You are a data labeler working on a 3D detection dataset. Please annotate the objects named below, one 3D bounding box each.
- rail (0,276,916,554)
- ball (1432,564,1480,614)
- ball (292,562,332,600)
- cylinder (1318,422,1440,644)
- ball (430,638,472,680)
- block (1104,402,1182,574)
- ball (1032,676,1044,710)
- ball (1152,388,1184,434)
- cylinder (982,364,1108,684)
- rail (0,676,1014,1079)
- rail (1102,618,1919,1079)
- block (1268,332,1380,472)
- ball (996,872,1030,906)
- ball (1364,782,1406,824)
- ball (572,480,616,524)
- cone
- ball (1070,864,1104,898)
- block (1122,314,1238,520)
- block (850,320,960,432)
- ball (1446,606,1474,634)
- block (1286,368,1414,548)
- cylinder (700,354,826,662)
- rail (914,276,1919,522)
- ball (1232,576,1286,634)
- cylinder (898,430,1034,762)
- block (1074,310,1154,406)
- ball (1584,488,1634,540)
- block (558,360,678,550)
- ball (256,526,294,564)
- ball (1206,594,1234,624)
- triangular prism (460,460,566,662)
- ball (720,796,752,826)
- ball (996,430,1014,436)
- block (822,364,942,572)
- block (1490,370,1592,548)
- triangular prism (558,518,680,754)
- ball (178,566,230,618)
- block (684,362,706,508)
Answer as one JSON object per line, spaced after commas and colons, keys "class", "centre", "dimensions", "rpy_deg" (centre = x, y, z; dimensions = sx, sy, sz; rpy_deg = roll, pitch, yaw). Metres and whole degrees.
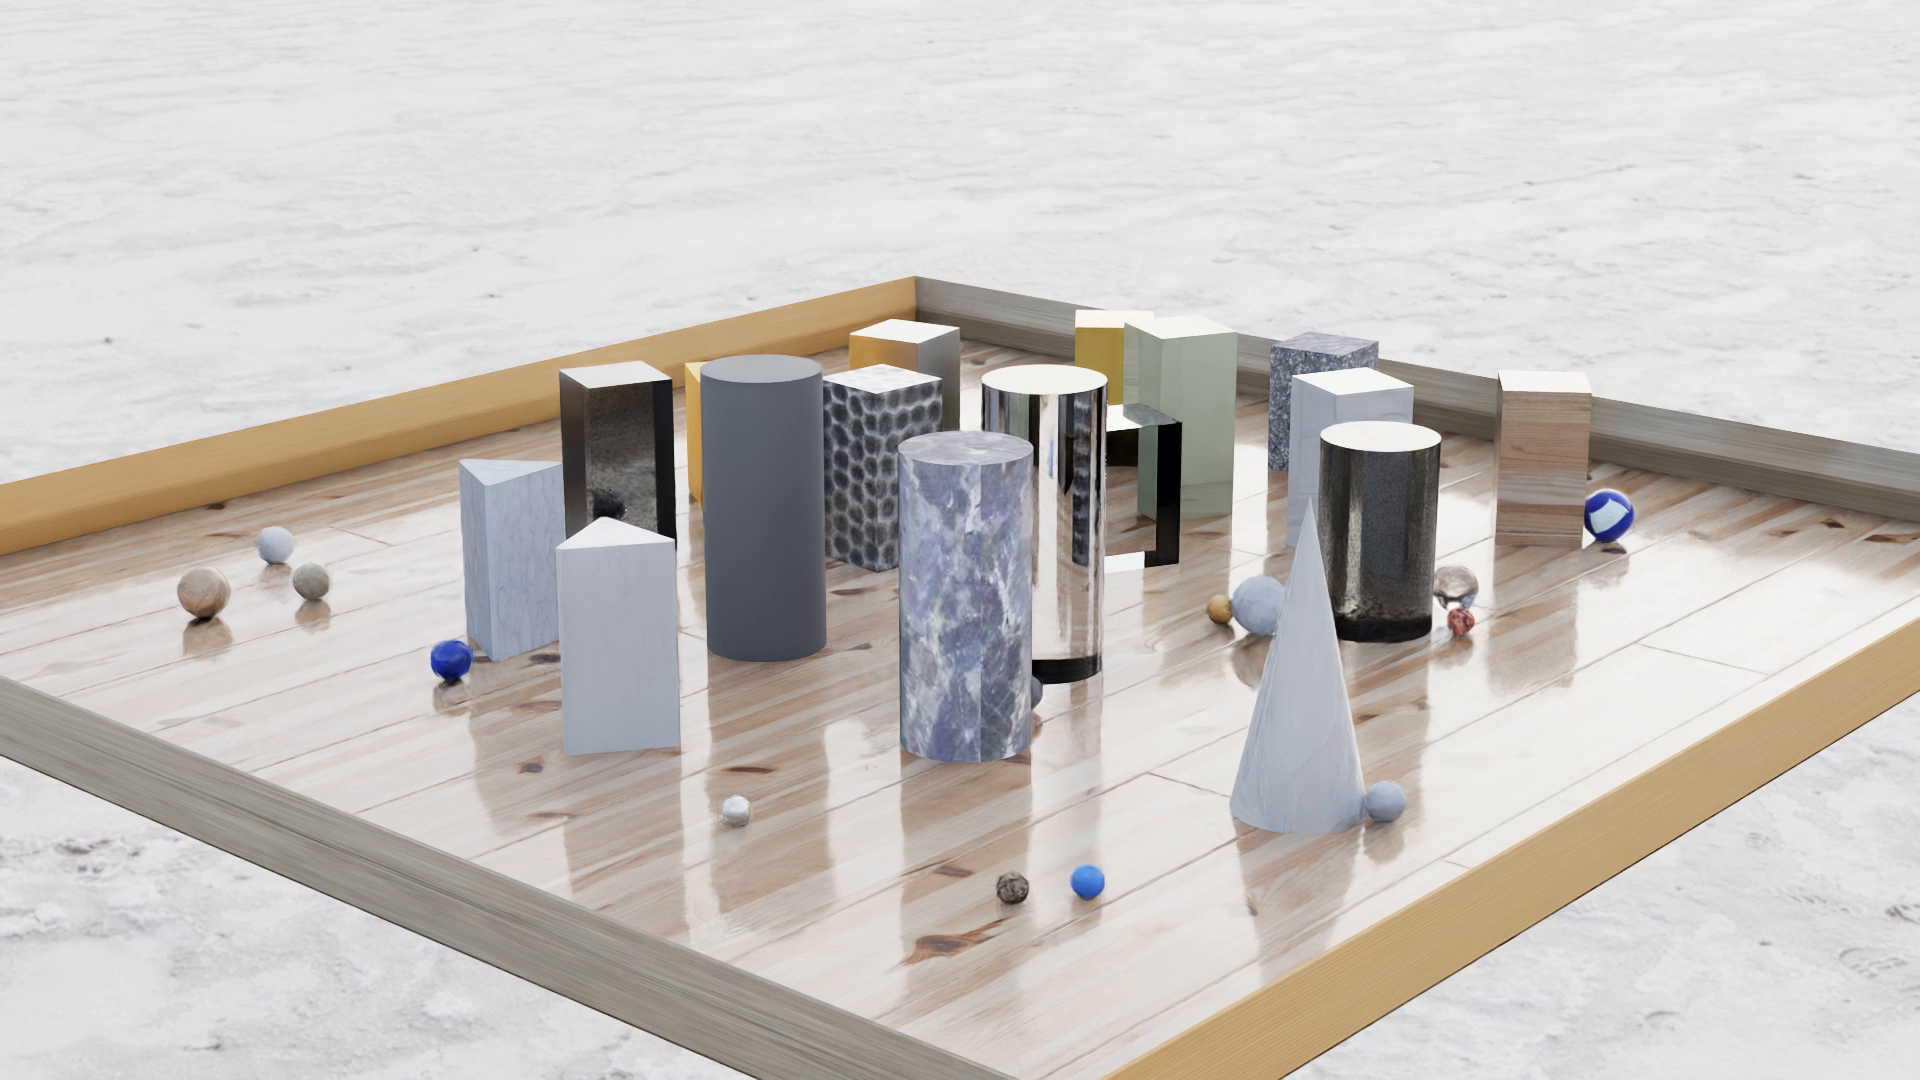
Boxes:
{"class": "rail", "centre": [-1.100, -0.243, 6.034], "dimensions": [0.045, 0.130, 3.072], "rpy_deg": [14, 22, 39]}
{"class": "ball", "centre": [0.840, 0.083, 4.990], "dimensions": [0.086, 0.086, 0.086], "rpy_deg": [0, 17, 0]}
{"class": "ball", "centre": [-1.128, 0.071, 5.105], "dimensions": [0.067, 0.067, 0.067], "rpy_deg": [0, 17, 0]}
{"class": "cylinder", "centre": [0.701, -0.015, 4.931], "dimensions": [0.199, 0.331, 0.199], "rpy_deg": [0, 17, 0]}
{"class": "ball", "centre": [-0.817, 0.191, 4.704], "dimensions": [0.067, 0.067, 0.067], "rpy_deg": [0, 17, 0]}
{"class": "block", "centre": [0.292, -0.095, 5.316], "dimensions": [0.160, 0.263, 0.160], "rpy_deg": [-7, 18, -23]}
{"class": "ball", "centre": [0.101, 0.237, 4.567], "dimensions": [0.058, 0.058, 0.058], "rpy_deg": [0, 17, 0]}
{"class": "ball", "centre": [0.425, -0.274, 6.197], "dimensions": [0.098, 0.098, 0.098], "rpy_deg": [0, 17, 0]}
{"class": "cylinder", "centre": [0.134, -0.026, 4.714], "dimensions": [0.199, 0.478, 0.199], "rpy_deg": [0, 17, 0]}
{"class": "rail", "centre": [-0.991, 0.362, 4.026], "dimensions": [2.961, 0.130, 0.045], "rpy_deg": [14, 22, 39]}
{"class": "rail", "centre": [1.100, 0.308, 4.205], "dimensions": [0.045, 0.130, 3.072], "rpy_deg": [14, 22, 39]}
{"class": "block", "centre": [0.733, -0.273, 5.919], "dimensions": [0.160, 0.255, 0.160], "rpy_deg": [11, 20, 33]}
{"class": "ball", "centre": [0.069, 0.458, 3.858], "dimensions": [0.044, 0.044, 0.044], "rpy_deg": [0, 17, 0]}
{"class": "ball", "centre": [0.599, 0.369, 4.128], "dimensions": [0.059, 0.059, 0.059], "rpy_deg": [0, 17, 0]}
{"class": "ball", "centre": [-0.689, -0.073, 5.509], "dimensions": [0.083, 0.083, 0.083], "rpy_deg": [0, 17, 0]}
{"class": "cone", "centre": [0.484, 0.159, 4.120], "dimensions": [0.199, 0.465, 0.199], "rpy_deg": [0, 17, 0]}
{"class": "ball", "centre": [0.169, 0.451, 3.879], "dimensions": [0.045, 0.045, 0.045], "rpy_deg": [0, 17, 0]}
{"class": "block", "centre": [0.418, -0.234, 5.613], "dimensions": [0.160, 0.357, 0.160], "rpy_deg": [-7, 18, -22]}
{"class": "block", "centre": [-0.110, -0.273, 5.851], "dimensions": [0.160, 0.295, 0.160], "rpy_deg": [10, 19, 29]}
{"class": "ball", "centre": [0.841, 0.135, 4.924], "dimensions": [0.047, 0.047, 0.047], "rpy_deg": [0, 17, 0]}
{"class": "block", "centre": [0.710, -0.135, 5.350], "dimensions": [0.160, 0.319, 0.160], "rpy_deg": [-7, 18, -23]}
{"class": "cylinder", "centre": [-0.322, -0.054, 4.819], "dimensions": [0.199, 0.469, 0.199], "rpy_deg": [0, 17, 0]}
{"class": "rail", "centre": [0.991, -0.297, 6.213], "dimensions": [2.961, 0.130, 0.045], "rpy_deg": [14, 22, 39]}
{"class": "ball", "centre": [0.505, 0.109, 4.921], "dimensions": [0.100, 0.100, 0.100], "rpy_deg": [0, 17, 0]}
{"class": "cylinder", "centre": [0.009, 0.083, 4.385], "dimensions": [0.199, 0.458, 0.199], "rpy_deg": [0, 17, 0]}
{"class": "block", "centre": [0.317, -0.322, 6.048], "dimensions": [0.160, 0.275, 0.160], "rpy_deg": [1, 17, 3]}
{"class": "ball", "centre": [1.203, -0.047, 5.442], "dimensions": [0.097, 0.097, 0.097], "rpy_deg": [0, 17, 0]}
{"class": "block", "centre": [-0.627, -0.146, 5.378], "dimensions": [0.160, 0.325, 0.160], "rpy_deg": [-8, 19, -26]}
{"class": "ball", "centre": [-1.240, 0.009, 5.308], "dimensions": [0.069, 0.069, 0.069], "rpy_deg": [0, 17, 0]}
{"class": "ball", "centre": [0.444, 0.117, 4.979], "dimensions": [0.051, 0.051, 0.051], "rpy_deg": [0, 17, 0]}
{"class": "triangular prism", "centre": [-0.768, 0.023, 4.861], "dimensions": [0.150, 0.300, 0.173], "rpy_deg": [12, 21, 35]}
{"class": "ball", "centre": [-0.314, 0.380, 4.119], "dimensions": [0.043, 0.043, 0.043], "rpy_deg": [0, 17, 0]}
{"class": "ball", "centre": [0.082, -0.182, 5.925], "dimensions": [0.079, 0.079, 0.079], "rpy_deg": [0, 17, 0]}
{"class": "block", "centre": [-0.145, -0.132, 5.318], "dimensions": [0.160, 0.332, 0.160], "rpy_deg": [-15, 23, -41]}
{"class": "block", "centre": [1.078, -0.152, 5.450], "dimensions": [0.160, 0.294, 0.160], "rpy_deg": [2, 17, 7]}
{"class": "triangular prism", "centre": [-0.524, 0.140, 4.432], "dimensions": [0.173, 0.322, 0.150], "rpy_deg": [-4, 17, -13]}
{"class": "ball", "centre": [-1.292, 0.088, 5.009], "dimensions": [0.089, 0.089, 0.089], "rpy_deg": [0, 17, 0]}
{"class": "block", "centre": [-0.441, -0.209, 5.714], "dimensions": [0.160, 0.251, 0.160], "rpy_deg": [-4, 17, -14]}
